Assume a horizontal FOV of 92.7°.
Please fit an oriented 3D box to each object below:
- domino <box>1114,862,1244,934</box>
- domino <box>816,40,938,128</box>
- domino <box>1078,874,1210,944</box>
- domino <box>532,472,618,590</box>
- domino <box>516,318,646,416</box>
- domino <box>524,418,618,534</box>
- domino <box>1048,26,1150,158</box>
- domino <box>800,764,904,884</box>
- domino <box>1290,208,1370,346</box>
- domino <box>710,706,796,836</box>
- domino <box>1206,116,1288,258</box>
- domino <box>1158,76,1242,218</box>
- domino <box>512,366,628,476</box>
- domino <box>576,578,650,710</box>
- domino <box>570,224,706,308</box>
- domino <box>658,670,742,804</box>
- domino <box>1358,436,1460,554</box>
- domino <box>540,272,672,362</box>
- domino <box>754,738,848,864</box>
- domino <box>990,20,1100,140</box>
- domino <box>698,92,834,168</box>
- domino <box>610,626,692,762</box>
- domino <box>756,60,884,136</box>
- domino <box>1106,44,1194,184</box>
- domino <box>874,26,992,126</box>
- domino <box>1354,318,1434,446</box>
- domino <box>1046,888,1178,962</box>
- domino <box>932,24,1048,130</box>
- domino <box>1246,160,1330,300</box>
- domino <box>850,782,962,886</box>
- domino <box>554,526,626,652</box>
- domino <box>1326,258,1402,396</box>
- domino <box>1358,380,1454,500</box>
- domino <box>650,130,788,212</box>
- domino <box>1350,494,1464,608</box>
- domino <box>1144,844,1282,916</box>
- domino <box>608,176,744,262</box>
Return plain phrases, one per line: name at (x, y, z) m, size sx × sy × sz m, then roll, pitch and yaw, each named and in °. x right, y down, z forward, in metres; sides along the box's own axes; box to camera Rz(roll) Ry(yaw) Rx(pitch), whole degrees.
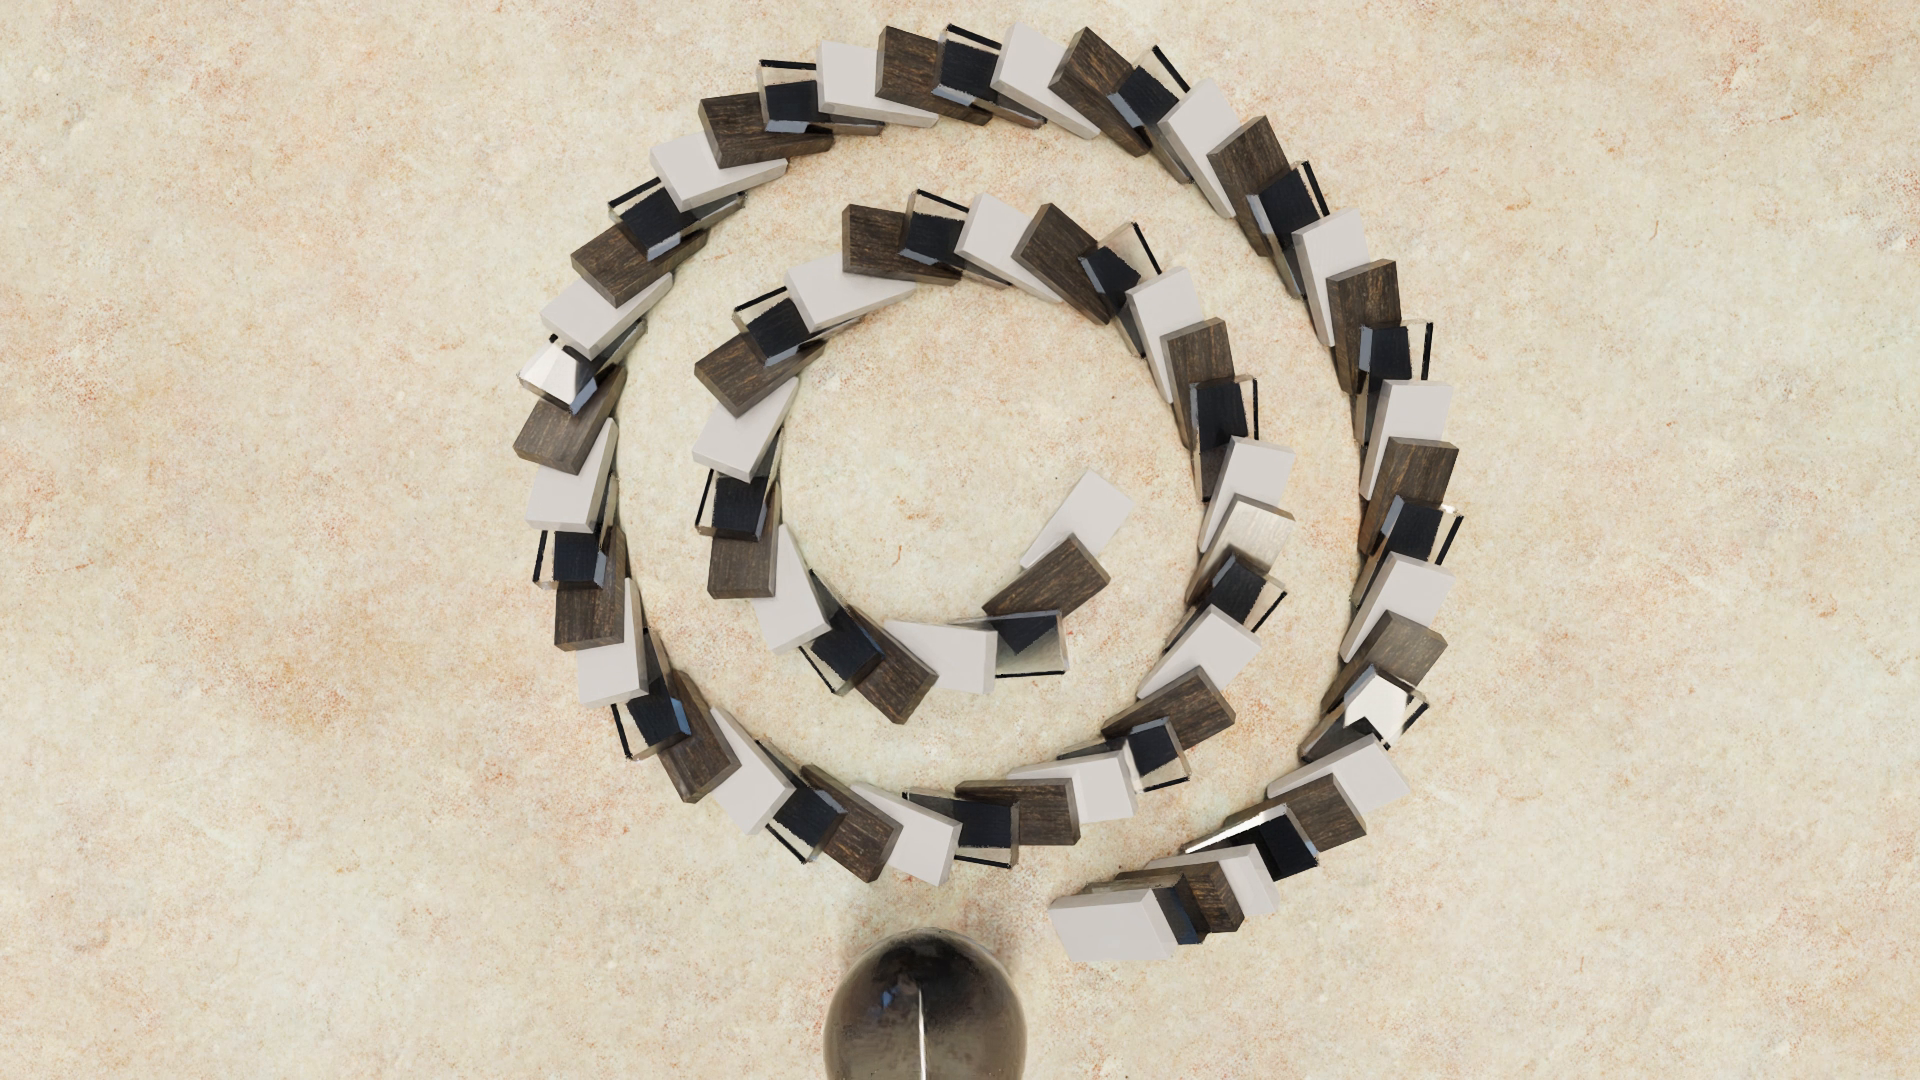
domino at (0.089, 0.150, 0.380) m, size 0.050 × 0.009 × 0.025 m, roll -26°, pitch 90°, yaw 41°
domino at (-0.034, -0.191, 0.385) m, size 0.050 × 0.010 × 0.025 m, roll -3°, pitch 90°, yaw -24°
domino at (0.075, 0.154, 0.380) m, size 0.050 × 0.009 × 0.025 m, roll -26°, pitch 90°, yaw 41°
domino at (-0.161, -0.004, 0.385) m, size 0.025 × 0.009 × 0.050 m, roll -1°, pitch 66°, yaw 0°
domino at (-0.158, -0.079, 0.385) m, size 0.025 × 0.010 × 0.050 m, roll 29°, pitch 65°, yaw 0°
domino at (-0.163, -0.028, 0.385) m, size 0.025 × 0.009 × 0.050 m, roll 4°, pitch 66°, yaw 0°
domino at (0.064, -0.187, 0.385) m, size 0.050 × 0.009 × 0.025 m, roll 27°, pitch 90°, yaw -25°
domino at (-0.051, 0.118, 0.385) m, size 0.050 × 0.009 × 0.025 m, roll 27°, pitch 90°, yaw 25°
domino at (0.159, -0.110, 0.386) m, size 0.025 × 0.010 × 0.050 m, roll -26°, pitch 114°, yaw 0°
domino at (-0.095, 0.097, 0.385) m, size 0.050 × 0.009 × 0.025 m, roll 40°, pitch 90°, yaw 24°
domino at (0.127, -0.148, 0.386) m, size 0.025 × 0.009 × 0.050 m, roll -38°, pitch 114°, yaw 0°
domino at (0.108, -0.164, 0.385) m, size 0.025 × 0.010 × 0.050 m, roll -46°, pitch 114°, yaw 0°
domino at (-0.163, -0.054, 0.385) m, size 0.025 × 0.010 × 0.050 m, roll 17°, pitch 65°, yaw 0°
domino at (-0.147, 0.043, 0.385) m, size 0.025 × 0.009 × 0.050 m, roll -15°, pitch 66°, yaw 0°
domino at (-0.135, -0.122, 0.385) m, size 0.025 × 0.010 × 0.050 m, roll 44°, pitch 66°, yaw 0°
domino at (-0.116, 0.082, 0.385) m, size 0.025 × 0.010 × 0.050 m, roll -39°, pitch 65°, yaw 0°
domino at (0.188, -0.017, 0.385) m, size 0.025 × 0.009 × 0.050 m, roll 6°, pitch 114°, yaw 0°
domino at (-0.148, -0.101, 0.385) m, size 0.025 × 0.010 × 0.050 m, roll 37°, pitch 66°, yaw 0°
domino at (-0.074, 0.109, 0.385) m, size 0.050 × 0.010 × 0.025 m, roll 34°, pitch 90°, yaw 24°
domino at (0.039, -0.192, 0.385) m, size 0.050 × 0.009 × 0.025 m, roll 17°, pitch 90°, yaw -24°
domino at (-0.081, -0.174, 0.385) m, size 0.050 × 0.009 × 0.025 m, roll -21°, pitch 90°, yaw -25°
domino at (-0.133, 0.065, 0.385) m, size 0.025 × 0.009 × 0.050 m, roll -28°, pitch 65°, yaw 0°
domino at (-0.058, -0.185, 0.385) m, size 0.050 × 0.010 × 0.025 m, roll -9°, pitch 90°, yaw -24°
domino at (0.088, -0.178, 0.385) m, size 0.050 × 0.009 × 0.025 m, roll 39°, pitch 90°, yaw -24°
domino at (-0.010, -0.195, 0.385) m, size 0.050 × 0.010 × 0.025 m, roll 4°, pitch 90°, yaw -24°
domino at (0.182, -0.066, 0.385) m, size 0.025 × 0.010 × 0.050 m, roll -7°, pitch 115°, yaw 0°
domino at (0.062, 0.160, 0.380) m, size 0.050 × 0.010 × 0.025 m, roll -26°, pitch 90°, yaw 41°
domino at (0.014, -0.194, 0.386) m, size 0.050 × 0.010 × 0.025 m, roll 8°, pitch 90°, yaw -24°
domino at (0.143, -0.130, 0.386) m, size 0.025 × 0.009 × 0.050 m, roll -35°, pitch 114°, yaw 0°
domino at (-0.026, 0.123, 0.385) m, size 0.050 × 0.009 × 0.025 m, roll 15°, pitch 90°, yaw 25°
domino at (-0.155, 0.020, 0.385) m, size 0.025 × 0.009 × 0.050 m, roll -9°, pitch 66°, yaw 0°
domino at (0.171, -0.089, 0.385) m, size 0.025 × 0.010 × 0.050 m, roll -19°, pitch 115°, yaw 0°
domino at (0.187, -0.041, 0.385) m, size 0.025 × 0.010 × 0.050 m, roll 1°, pitch 114°, yaw 0°
domino at (-0.101, -0.159, 0.385) m, size 0.050 × 0.009 × 0.025 m, roll -31°, pitch 90°, yaw -24°
domino at (0.187, 0.008, 0.386) m, size 0.025 × 0.010 × 0.050 m, roll 13°, pitch 114°, yaw 0°
domino at (0.104, 0.144, 0.381) m, size 0.050 × 0.010 × 0.025 m, roll -26°, pitch 90°, yaw 37°
domino at (-0.119, -0.141, 0.385) m, size 0.050 × 0.010 × 0.025 m, roll -41°, pitch 90°, yaw -24°
